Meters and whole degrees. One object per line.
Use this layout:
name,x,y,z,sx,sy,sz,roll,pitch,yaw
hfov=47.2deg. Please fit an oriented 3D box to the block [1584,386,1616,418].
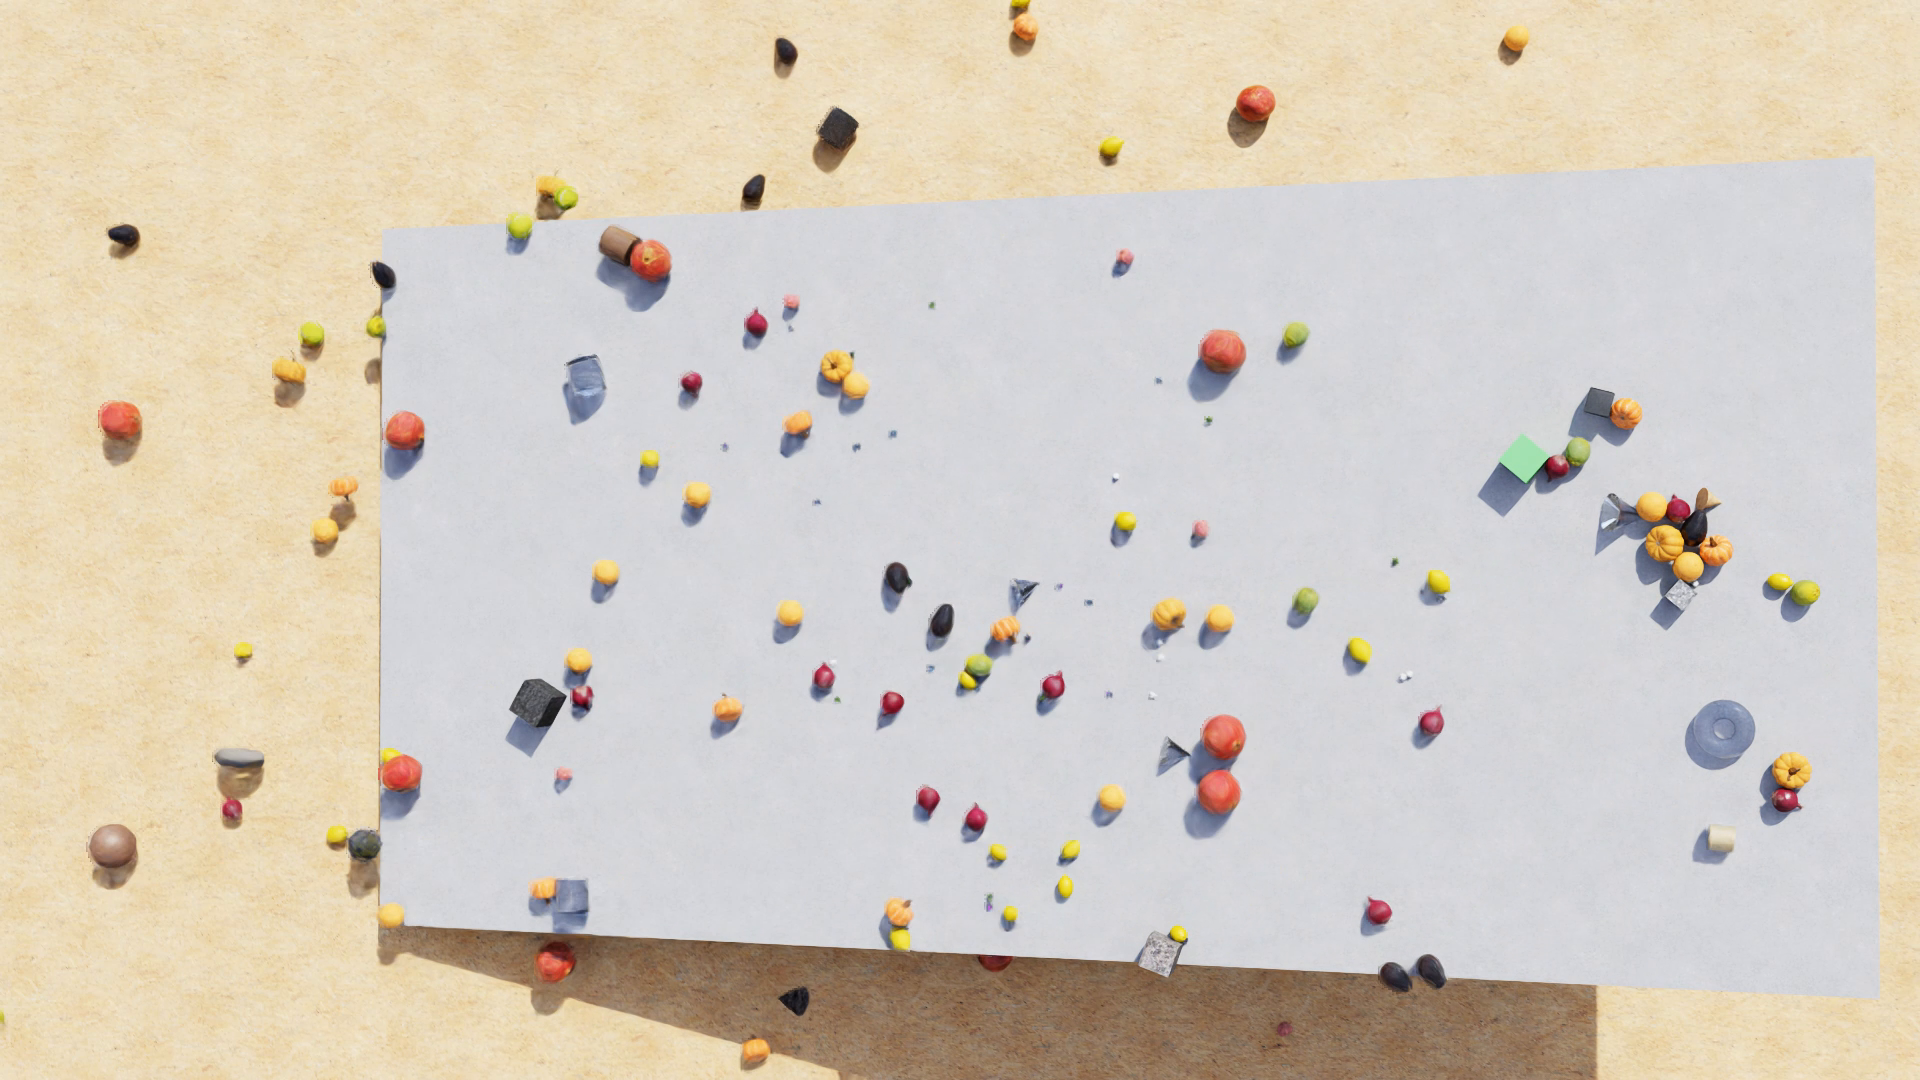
block,1.562,-0.335,5.372,0.060,0.060,0.060,16,94,16

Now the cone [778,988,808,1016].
cone,-0.496,1.337,6.387,0.083,0.083,0.083,3,89,27

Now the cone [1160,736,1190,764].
cone,0.561,0.547,5.662,0.072,0.072,0.072,11,89,-11

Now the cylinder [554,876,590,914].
cylinder,-1.073,0.984,6.092,0.093,0.093,0.093,-7,80,0

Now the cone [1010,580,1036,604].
cone,0.179,0.122,5.780,0.067,0.067,0.067,-30,89,-27

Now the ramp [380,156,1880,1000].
ramp,0.269,0.096,5.822,4.000,0.100,2.000,0,89,16

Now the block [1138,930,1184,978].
block,0.516,1.062,5.641,0.082,0.082,0.082,20,95,15

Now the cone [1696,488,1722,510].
cone,1.818,-0.094,5.313,0.056,0.056,0.056,10,89,-11

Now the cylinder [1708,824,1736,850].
cylinder,1.829,0.714,5.281,0.059,0.059,0.059,-1,89,24

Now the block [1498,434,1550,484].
block,1.388,-0.199,5.407,0.087,0.087,0.087,42,100,13

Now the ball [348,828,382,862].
ball,-1.699,0.871,6.277,0.093,0.093,0.093,0,89,0

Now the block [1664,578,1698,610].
block,1.743,0.132,5.316,0.054,0.054,0.054,42,100,13

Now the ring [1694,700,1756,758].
ring,1.838,0.454,5.288,0.143,0.048,0.143,0,90,17

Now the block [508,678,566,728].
block,-1.176,0.454,6.131,0.097,0.097,0.097,31,97,14
